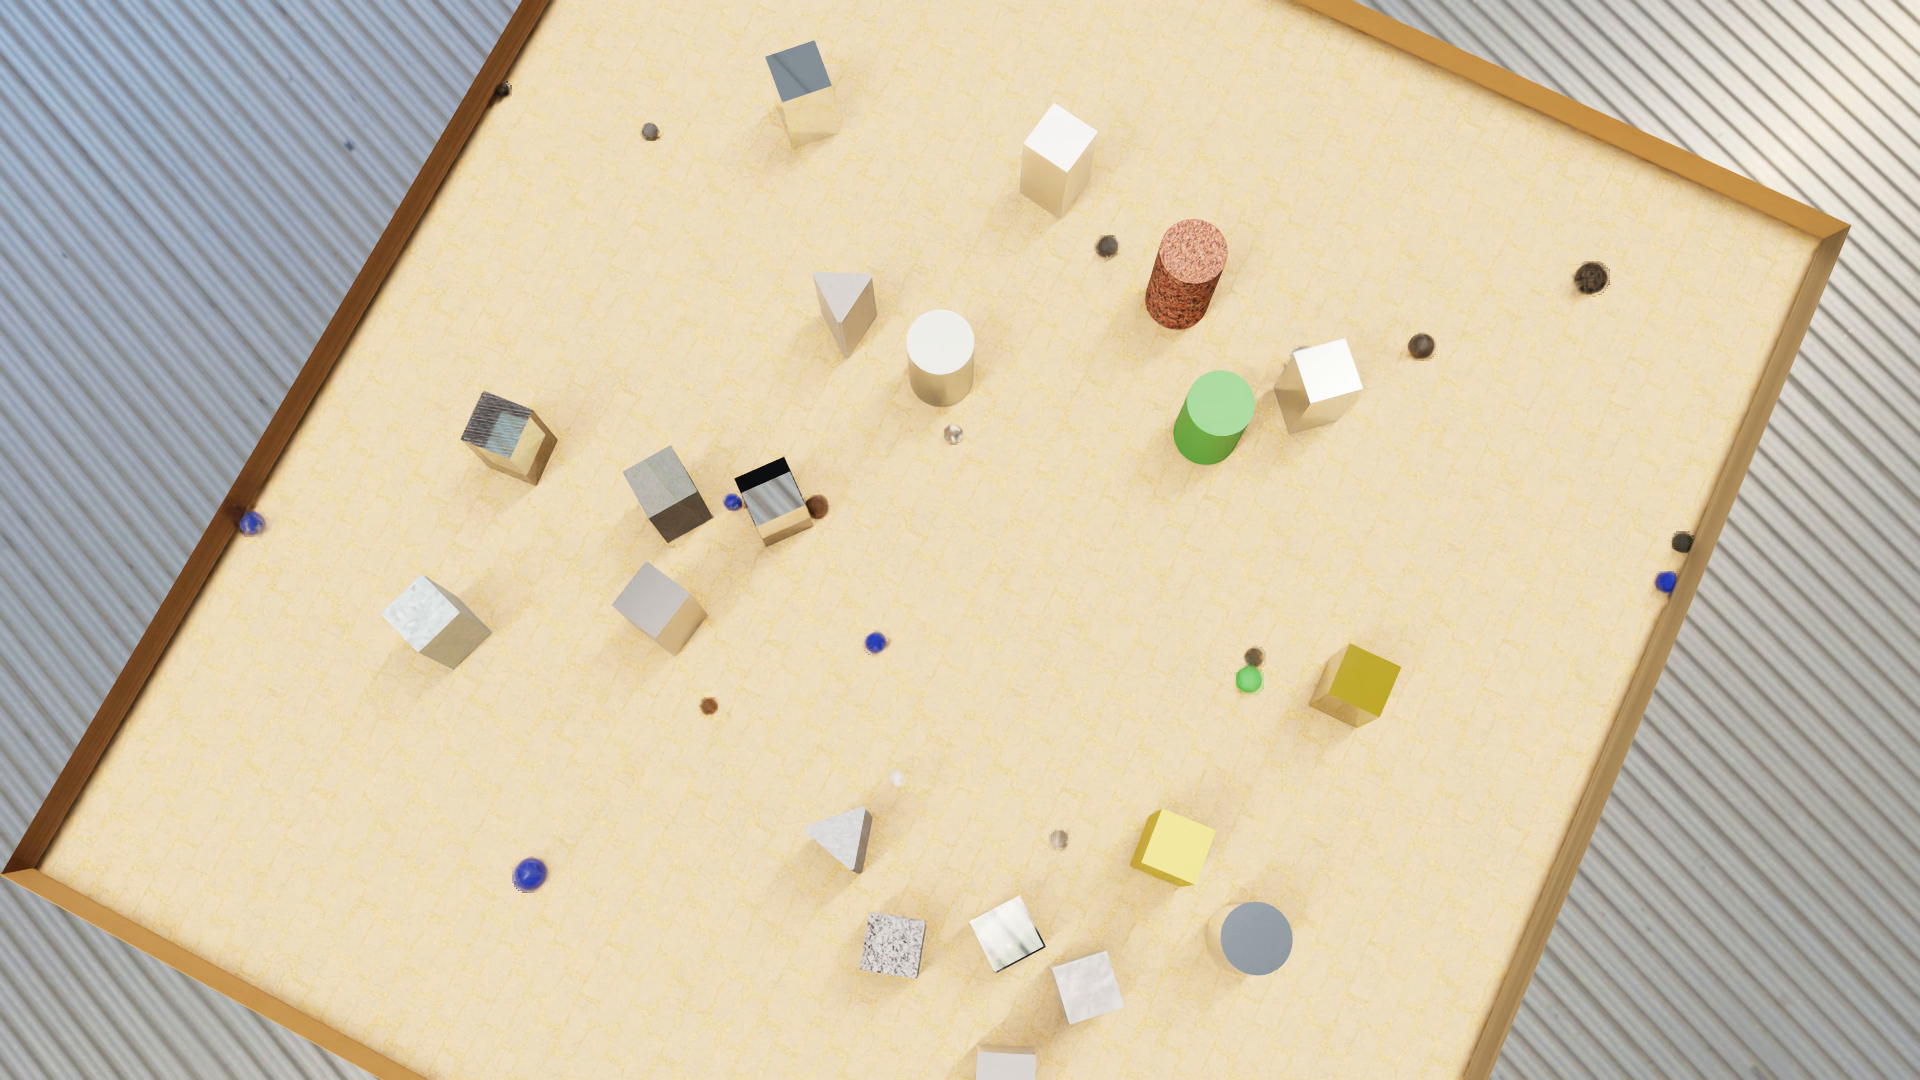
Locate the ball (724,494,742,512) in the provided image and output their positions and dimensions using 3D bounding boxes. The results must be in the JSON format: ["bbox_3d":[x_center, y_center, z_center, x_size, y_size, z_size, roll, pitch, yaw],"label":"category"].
[{"bbox_3d":[-0.694,-0.114,5.612,0.055,0.055,0.055,0,78,0],"label":"ball"}]

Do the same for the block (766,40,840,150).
[{"bbox_3d":[-0.490,-1.388,5.729,0.160,0.343,0.160,-20,79,-4],"label":"block"}]

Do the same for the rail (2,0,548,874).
[{"bbox_3d":[-1.797,-0.873,5.730,0.045,0.130,4.252,26,80,5],"label":"rail"}]

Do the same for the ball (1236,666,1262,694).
[{"bbox_3d":[0.865,0.420,5.489,0.081,0.081,0.081,0,78,0],"label":"ball"}]

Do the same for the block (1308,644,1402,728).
[{"bbox_3d":[1.154,0.430,5.372,0.160,0.306,0.160,25,79,5],"label":"block"}]

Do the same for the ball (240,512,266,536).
[{"bbox_3d":[-2.156,-0.051,5.589,0.074,0.074,0.074,0,78,0],"label":"ball"}]

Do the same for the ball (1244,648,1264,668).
[{"bbox_3d":[0.885,0.353,5.513,0.060,0.060,0.060,0,78,0],"label":"ball"}]

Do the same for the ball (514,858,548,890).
[{"bbox_3d":[-1.257,0.978,5.365,0.097,0.097,0.097,0,78,0],"label":"ball"}]

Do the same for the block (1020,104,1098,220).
[{"bbox_3d":[0.301,-1.165,5.664,0.160,0.380,0.160,35,80,7],"label":"block"}]

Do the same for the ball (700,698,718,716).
[{"bbox_3d":[-0.751,0.500,5.487,0.051,0.051,0.051,0,78,0],"label":"ball"}]

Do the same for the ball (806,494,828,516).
[{"bbox_3d":[-0.436,-0.106,5.603,0.070,0.070,0.070,0,78,0],"label":"ball"}]

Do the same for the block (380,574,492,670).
[{"bbox_3d":[-1.531,0.245,5.377,0.160,0.369,0.160,44,82,8],"label":"block"}]

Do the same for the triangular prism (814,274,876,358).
[{"bbox_3d":[-0.371,-0.715,5.585,0.150,0.352,0.173,32,80,6],"label":"triangular prism"}]

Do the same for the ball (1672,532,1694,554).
[{"bbox_3d":[2.201,0.008,5.583,0.063,0.063,0.063,0,78,0],"label":"ball"}]

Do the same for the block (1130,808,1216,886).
[{"bbox_3d":[0.606,0.885,5.247,0.160,0.365,0.160,22,79,4],"label":"block"}]

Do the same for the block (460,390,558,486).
[{"bbox_3d":[-1.350,-0.302,5.504,0.160,0.342,0.160,21,79,4],"label":"block"}]

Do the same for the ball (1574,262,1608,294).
[{"bbox_3d":[1.975,-0.819,5.735,0.100,0.100,0.100,0,78,0],"label":"ball"}]

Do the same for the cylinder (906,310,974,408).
[{"bbox_3d":[-0.058,-0.546,5.550,0.200,0.351,0.200,0,78,0],"label":"cylinder"}]

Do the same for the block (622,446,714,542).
[{"bbox_3d":[-0.867,-0.133,5.462,0.160,0.356,0.160,-30,80,-6],"label":"block"}]

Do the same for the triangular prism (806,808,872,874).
[{"bbox_3d":[-0.310,0.831,5.221,0.173,0.437,0.150,40,81,8],"label":"triangular prism"}]

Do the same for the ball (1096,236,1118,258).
[{"bbox_3d":[0.464,-0.923,5.773,0.069,0.069,0.069,0,78,0],"label":"ball"}]

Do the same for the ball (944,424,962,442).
[{"bbox_3d":[-0.022,-0.329,5.655,0.059,0.059,0.059,0,78,0],"label":"ball"}]

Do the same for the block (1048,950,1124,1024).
[{"bbox_3d":[0.356,1.269,5.216,0.160,0.270,0.160,-17,79,-3],"label":"block"}]

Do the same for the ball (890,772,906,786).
[{"bbox_3d":[-0.185,0.710,5.446,0.047,0.047,0.047,0,78,0],"label":"ball"}]

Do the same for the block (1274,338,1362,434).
[{"bbox_3d":[1.075,-0.459,5.529,0.160,0.358,0.160,-16,79,-3],"label":"block"}]

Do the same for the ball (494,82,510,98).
[{"bbox_3d":[-1.471,-1.447,5.892,0.048,0.048,0.048,0,78,0],"label":"ball"}]

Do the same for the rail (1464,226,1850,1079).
[{"bbox_3d":[1.797,0.887,5.366,0.045,0.130,4.252,26,80,5],"label":"rail"}]

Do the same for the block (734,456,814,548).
[{"bbox_3d":[-0.554,-0.111,5.488,0.160,0.296,0.160,-24,79,-5],"label":"block"}]

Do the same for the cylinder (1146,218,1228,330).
[{"bbox_3d":[0.683,-0.801,5.564,0.200,0.428,0.200,0,78,0],"label":"cylinder"}]

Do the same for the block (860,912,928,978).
[{"bbox_3d":[-0.188,1.157,5.241,0.160,0.266,0.160,9,78,2],"label":"block"}]

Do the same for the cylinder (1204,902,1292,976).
[{"bbox_3d":[0.818,1.132,5.213,0.200,0.332,0.200,0,78,0],"label":"cylinder"}]

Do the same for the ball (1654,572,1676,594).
[{"bbox_3d":[2.141,0.129,5.557,0.064,0.064,0.064,0,78,0],"label":"ball"}]

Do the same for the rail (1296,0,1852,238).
[{"bbox_3d":[0.940,-1.834,5.929,4.065,0.130,0.045,26,80,5],"label":"rail"}]

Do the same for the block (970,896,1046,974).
[{"bbox_3d":[0.134,1.130,5.253,0.160,0.253,0.160,-27,80,-5],"label":"block"}]

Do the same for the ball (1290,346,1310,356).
[{"bbox_3d":[1.067,-0.557,5.686,0.090,0.090,0.090,0,78,0],"label":"ball"}]

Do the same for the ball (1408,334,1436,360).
[{"bbox_3d":[1.436,-0.602,5.700,0.082,0.082,0.082,0,78,0],"label":"ball"}]

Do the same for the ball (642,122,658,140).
[{"bbox_3d":[-0.989,-1.307,5.860,0.053,0.053,0.053,0,78,0],"label":"ball"}]

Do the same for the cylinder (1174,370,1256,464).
[{"bbox_3d":[0.762,-0.364,5.515,0.200,0.346,0.200,0,78,0],"label":"cylinder"}]

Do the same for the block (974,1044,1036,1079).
[{"bbox_3d":[0.123,1.509,5.135,0.160,0.331,0.160,3,78,1],"label":"block"}]

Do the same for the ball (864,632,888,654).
[{"bbox_3d":[-0.253,0.309,5.518,0.067,0.067,0.067,0,78,0],"label":"ball"}]

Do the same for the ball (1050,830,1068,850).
[{"bbox_3d":[0.292,0.884,5.404,0.058,0.058,0.058,0,78,0],"label":"ball"}]

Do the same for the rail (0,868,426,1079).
[{"bbox_3d":[-0.940,1.848,5.167,4.065,0.130,0.045,26,80,5],"label":"rail"}]

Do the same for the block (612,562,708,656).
[{"bbox_3d":[-0.877,0.207,5.382,0.160,0.376,0.160,36,81,7],"label":"block"}]
